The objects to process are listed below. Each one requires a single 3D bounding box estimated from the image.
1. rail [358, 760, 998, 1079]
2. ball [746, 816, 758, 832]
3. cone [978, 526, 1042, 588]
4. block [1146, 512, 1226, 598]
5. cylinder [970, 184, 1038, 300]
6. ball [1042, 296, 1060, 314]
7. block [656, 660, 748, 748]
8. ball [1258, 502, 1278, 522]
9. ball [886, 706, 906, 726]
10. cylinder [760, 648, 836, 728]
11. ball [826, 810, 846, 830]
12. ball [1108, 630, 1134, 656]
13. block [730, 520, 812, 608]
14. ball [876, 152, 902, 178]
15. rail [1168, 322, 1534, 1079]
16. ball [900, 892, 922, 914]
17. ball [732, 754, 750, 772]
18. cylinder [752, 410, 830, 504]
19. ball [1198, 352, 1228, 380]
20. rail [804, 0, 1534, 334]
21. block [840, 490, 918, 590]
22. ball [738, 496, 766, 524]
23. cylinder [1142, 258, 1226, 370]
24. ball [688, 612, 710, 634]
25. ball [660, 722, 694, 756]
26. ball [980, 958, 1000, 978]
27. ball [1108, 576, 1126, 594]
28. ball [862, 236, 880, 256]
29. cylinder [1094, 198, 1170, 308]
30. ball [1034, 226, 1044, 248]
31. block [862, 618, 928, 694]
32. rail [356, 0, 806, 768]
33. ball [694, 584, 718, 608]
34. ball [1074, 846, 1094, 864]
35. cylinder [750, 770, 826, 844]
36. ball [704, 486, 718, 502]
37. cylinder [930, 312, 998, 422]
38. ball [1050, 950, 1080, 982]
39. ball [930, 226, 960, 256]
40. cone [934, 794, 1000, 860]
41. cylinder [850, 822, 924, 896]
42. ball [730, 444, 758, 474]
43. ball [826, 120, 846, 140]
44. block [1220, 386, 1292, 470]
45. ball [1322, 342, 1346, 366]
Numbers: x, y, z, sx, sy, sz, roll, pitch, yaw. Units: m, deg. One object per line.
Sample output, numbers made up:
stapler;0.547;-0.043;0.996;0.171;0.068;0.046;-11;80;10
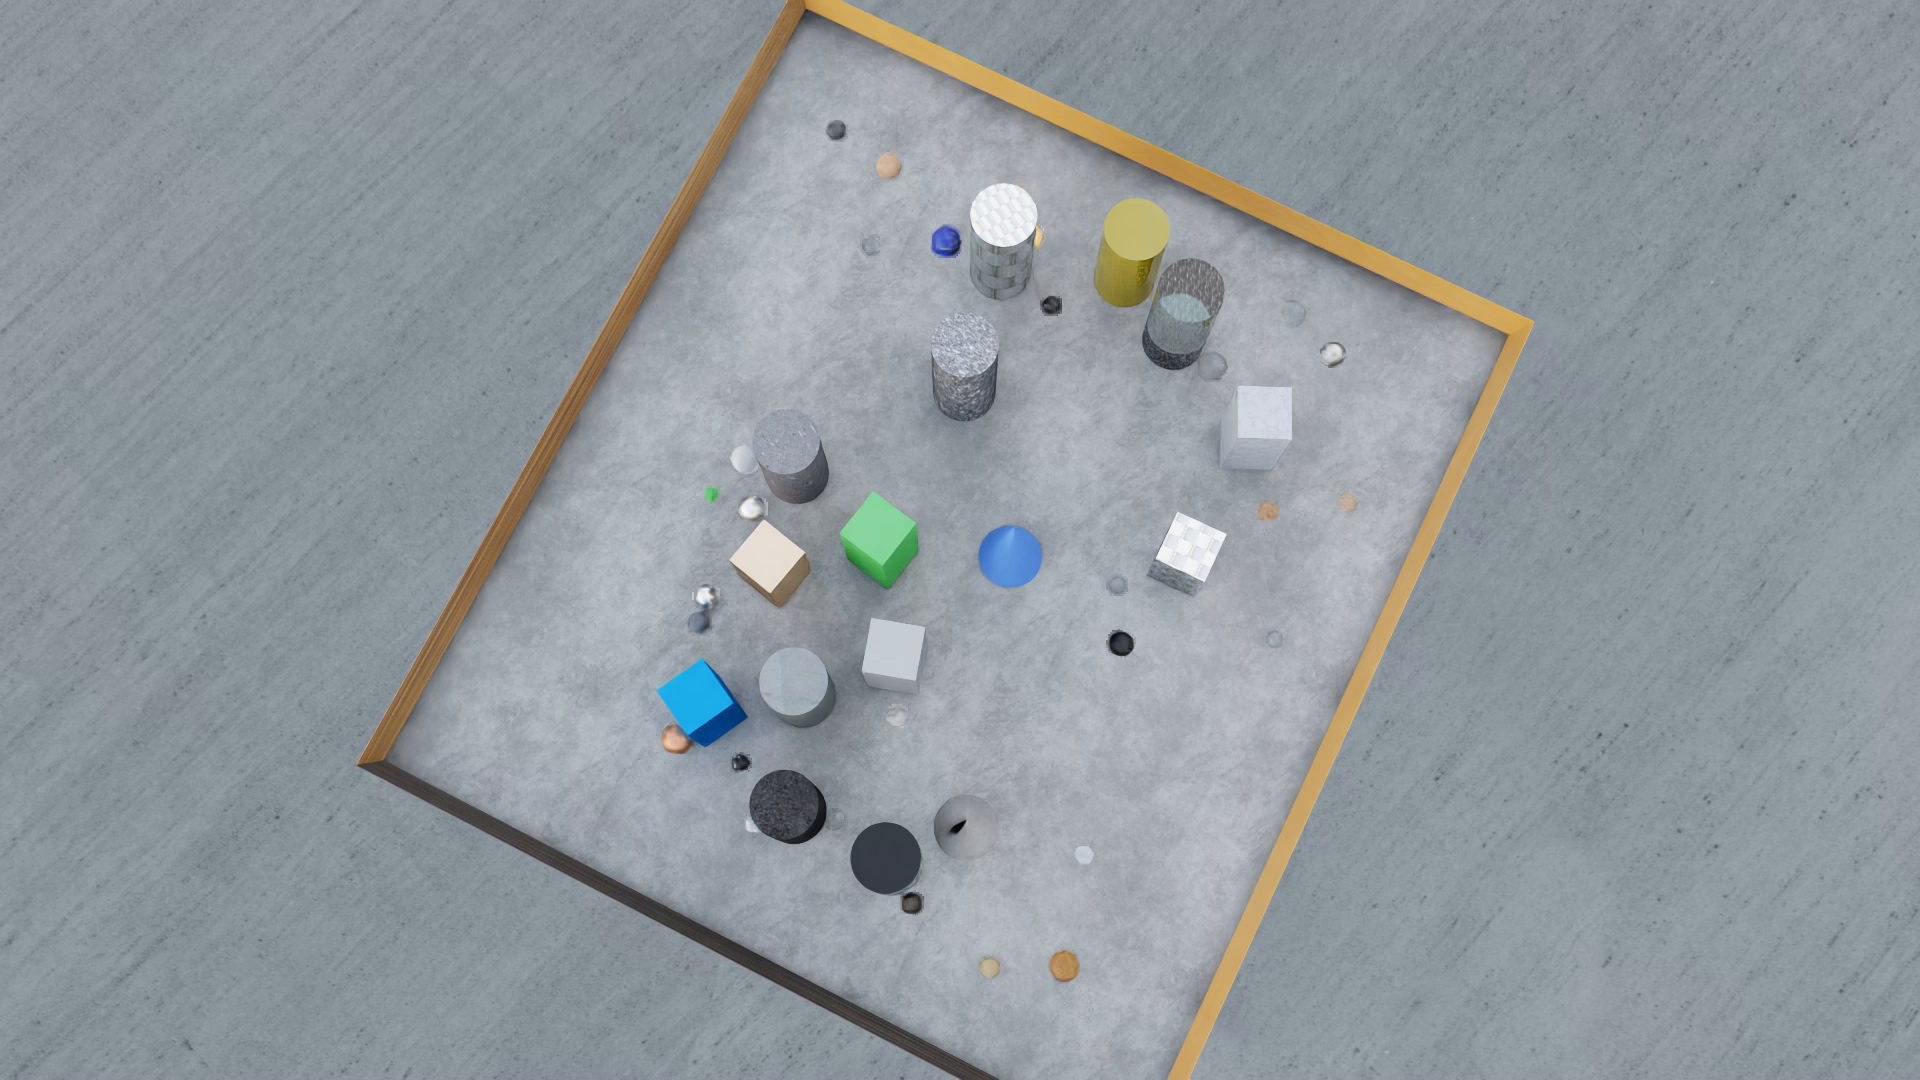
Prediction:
rail;-0.614;1.209;5.301;2.551;0.127;0.045;26;80;5
ball;-0.609;0.839;5.407;0.049;0.049;0.049;0;78;0
cone;0.154;0.010;5.409;0.195;0.403;0.195;0;78;0
block;0.674;0.046;5.472;0.156;0.265;0.156;25;79;5
cylinder;0.128;-0.899;5.564;0.195;0.467;0.195;0;78;0
ball;0.287;-0.735;5.739;0.058;0.058;0.058;0;78;0
block;-0.745;0.478;5.330;0.156;0.367;0.156;-35;80;-7
ball;0.944;-0.088;5.604;0.061;0.061;0.061;0;78;0
ball;-0.190;0.528;5.476;0.059;0.059;0.059;0;78;0
cylinder;-0.471;0.434;5.352;0.195;0.343;0.195;0;78;0
ball;-0.366;0.826;5.415;0.061;0.061;0.061;0;78;0
ball;0.485;0.312;5.513;0.077;0.077;0.077;0;78;0
block;-0.561;0.075;5.459;0.156;0.277;0.156;38;81;7
ball;-0.227;-1.189;5.821;0.081;0.081;0.081;0;78;0
rail;1.120;0.555;5.436;0.045;0.127;2.793;26;80;5
ball;-0.141;1.065;5.364;0.064;0.064;0.064;0;78;0
ball;-0.653;0.663;5.452;0.053;0.053;0.053;0;78;0
cylinder;-0.501;-0.245;5.471;0.195;0.385;0.195;0;78;0
ball;0.784;-0.539;5.683;0.088;0.088;0.088;0;78;0
rail;0.614;-1.196;5.798;2.551;0.127;0.045;26;80;5
block;-0.235;0.006;5.417;0.156;0.388;0.156;37;81;7
ball;-0.635;-0.094;5.593;0.085;0.085;0.085;0;78;0
cylinder;0.668;-0.674;5.517;0.195;0.468;0.195;0;78;0
ball;-0.789;0.250;5.530;0.067;0.067;0.067;0;78;0
ball;-0.839;0.589;5.437;0.097;0.097;0.097;0;78;0
ball;0.087;1.243;5.329;0.060;0.060;0.060;0;78;0
ball;0.477;0.138;5.560;0.055;0.055;0.055;0;78;0
ball;-0.280;-0.928;5.778;0.061;0.061;0.061;0;78;0
cylinder;0.519;-0.870;5.583;0.195;0.418;0.195;0;78;0
ball;0.224;-0.956;5.776;0.076;0.076;0.076;0;78;0
block;-0.189;0.344;5.373;0.156;0.338;0.156;10;78;2
rail;-1.120;-0.542;5.663;0.045;0.127;2.793;26;80;5
ball;-0.767;0.170;5.544;0.072;0.072;0.072;0;78;0
ball;0.365;0.928;5.396;0.056;0.056;0.056;0;78;0
cylinder;-0.493;0.773;5.292;0.195;0.323;0.195;0;78;0
ball;-0.765;-0.141;5.622;0.047;0.047;0.047;0;78;0
cylinder;0.014;-0.512;5.481;0.195;0.473;0.195;0;78;0
ball;0.303;1.236;5.316;0.088;0.088;0.088;0;78;0
ball;-0.044;-0.938;5.762;0.095;0.095;0.095;0;78;0
cone;0.019;0.812;5.239;0.195;0.409;0.195;0;78;0
cylinder;-0.205;0.914;5.230;0.195;0.387;0.195;0;78;0
ball;-0.661;-0.249;5.624;0.086;0.086;0.086;0;78;0
ball;-0.395;-1.309;5.853;0.067;0.067;0.067;0;78;0
block;0.885;-0.333;5.498;0.156;0.368;0.156;2;78;0
ball;1.161;-0.580;5.698;0.076;0.076;0.076;0;78;0
